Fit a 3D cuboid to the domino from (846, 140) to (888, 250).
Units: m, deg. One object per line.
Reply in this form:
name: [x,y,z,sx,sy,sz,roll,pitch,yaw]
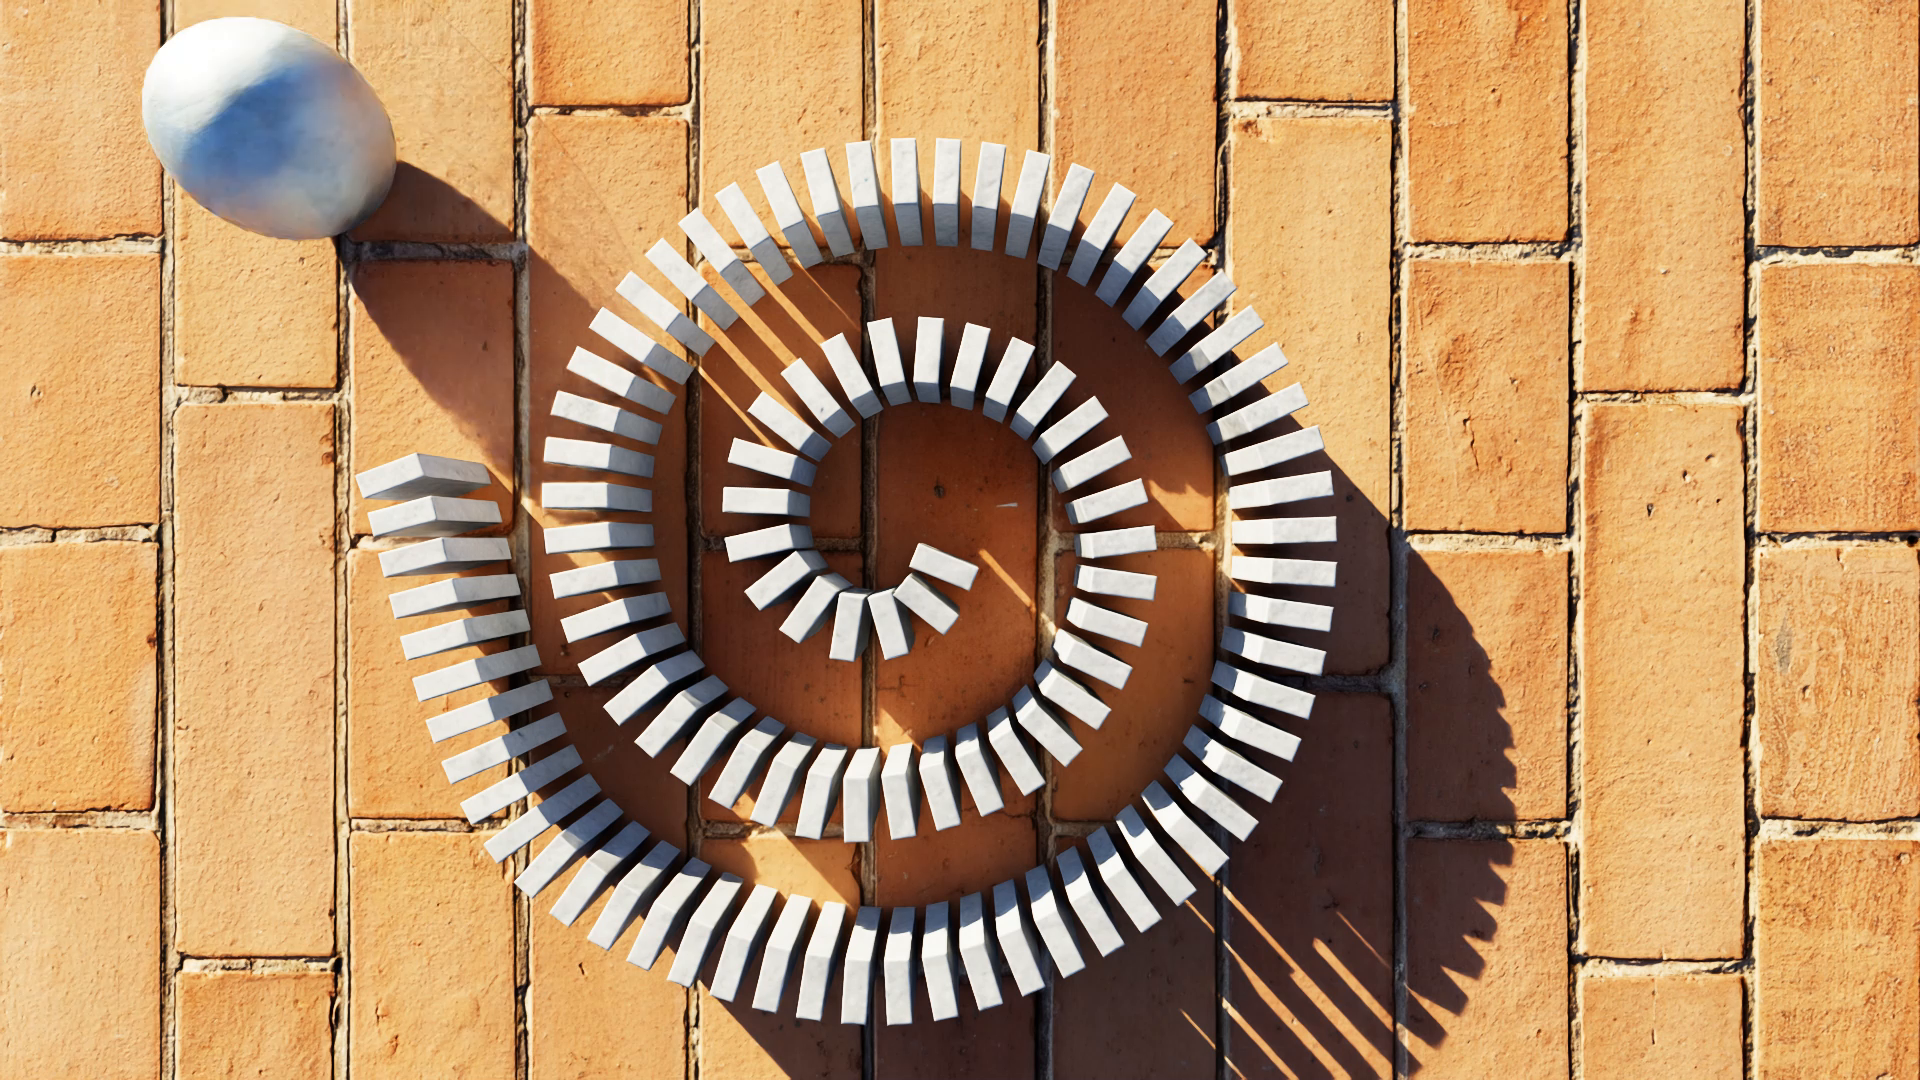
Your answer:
domino: [-0.037,-0.140,0.375,0.009,0.050,0.025,-7,90,0]

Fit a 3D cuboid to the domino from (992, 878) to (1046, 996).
domino: [0.024,0.161,0.375,0.010,0.050,0.025,-23,90,0]

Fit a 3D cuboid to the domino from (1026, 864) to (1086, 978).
domino: [0.038,0.154,0.375,0.010,0.050,0.025,-27,90,0]

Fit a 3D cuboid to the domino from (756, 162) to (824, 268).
domino: [-0.069,-0.132,0.375,0.010,0.050,0.025,-24,90,0]

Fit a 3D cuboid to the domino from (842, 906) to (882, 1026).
domino: [-0.040,0.173,0.375,0.010,0.050,0.025,4,90,0]

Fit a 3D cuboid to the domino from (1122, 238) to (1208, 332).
domino: [0.083,-0.103,0.375,0.010,0.050,0.025,44,90,0]

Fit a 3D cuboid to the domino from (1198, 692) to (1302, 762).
domino: [0.117,0.076,0.375,0.025,0.050,0.010,22,90,0]

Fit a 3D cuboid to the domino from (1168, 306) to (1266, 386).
domino: [0.104,-0.079,0.375,0.025,0.050,0.010,-36,90,0]

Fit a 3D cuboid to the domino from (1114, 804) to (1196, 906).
domino: [0.079,0.127,0.375,0.009,0.050,0.025,-40,90,0]

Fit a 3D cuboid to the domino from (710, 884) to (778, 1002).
domino: [-0.088,0.163,0.375,0.010,0.050,0.025,17,90,0]

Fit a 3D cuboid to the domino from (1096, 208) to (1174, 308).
domino: [0.070,-0.114,0.375,0.010,0.050,0.025,39,90,0]

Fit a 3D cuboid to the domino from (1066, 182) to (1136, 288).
domino: [0.057,-0.124,0.375,0.009,0.050,0.025,32,90,0]

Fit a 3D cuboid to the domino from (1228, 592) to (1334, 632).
domino: [0.130,0.029,0.375,0.025,0.050,0.009,8,90,0]

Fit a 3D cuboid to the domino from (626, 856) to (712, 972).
domino: [-0.118,0.152,0.375,0.009,0.050,0.025,26,90,0]

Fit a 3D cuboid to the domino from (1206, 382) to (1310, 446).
domino: [0.120,-0.051,0.375,0.025,0.050,0.009,-25,90,0]

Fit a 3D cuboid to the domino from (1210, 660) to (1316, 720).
domino: [0.123,0.060,0.375,0.025,0.050,0.009,17,90,0]

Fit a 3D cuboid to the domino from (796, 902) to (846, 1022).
domino: [-0.056,0.171,0.375,0.010,0.050,0.025,9,90,0]

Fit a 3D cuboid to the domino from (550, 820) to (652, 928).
domino: [-0.146,0.135,0.375,0.009,0.050,0.025,36,90,0]

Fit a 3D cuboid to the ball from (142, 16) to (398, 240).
ball: [-0.268,-0.160,0.360,0.080,0.080,0.080,0,90,0]

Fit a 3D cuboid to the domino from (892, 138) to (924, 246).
domino: [-0.021,-0.141,0.375,0.009,0.050,0.025,-2,90,0]

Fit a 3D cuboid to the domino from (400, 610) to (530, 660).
domino: [-0.201,0.038,0.375,0.025,0.050,0.010,-16,90,0]

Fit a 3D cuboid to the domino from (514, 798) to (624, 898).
domino: [-0.158,0.125,0.375,0.009,0.050,0.025,43,90,0]

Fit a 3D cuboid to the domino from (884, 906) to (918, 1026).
domino: [-0.024,0.173,0.375,0.009,0.050,0.025,-3,90,0]

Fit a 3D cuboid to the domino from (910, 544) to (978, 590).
domino: [-0.006,0.010,0.375,0.025,0.050,0.010,22,90,0]

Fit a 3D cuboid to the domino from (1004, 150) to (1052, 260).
domino: [0.027,-0.136,0.375,0.009,0.050,0.025,14,90,0]

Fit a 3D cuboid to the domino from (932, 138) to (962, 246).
domino: [-0.005,-0.141,0.375,0.010,0.050,0.025,3,90,0]

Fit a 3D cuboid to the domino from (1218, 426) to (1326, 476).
domino: [0.126,-0.036,0.375,0.025,0.050,0.009,-18,90,0]

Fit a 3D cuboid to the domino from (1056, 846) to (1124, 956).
domino: [0.053,0.146,0.375,0.009,0.050,0.025,-31,90,0]

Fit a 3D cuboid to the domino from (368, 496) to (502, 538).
domino: [-0.213,-0.009,0.375,0.025,0.050,0.010,-15,90,0]

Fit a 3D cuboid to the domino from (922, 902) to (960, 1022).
domino: [-0.007,0.171,0.375,0.010,0.050,0.025,-11,90,0]

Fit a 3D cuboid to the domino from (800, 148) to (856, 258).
domino: [-0.053,-0.137,0.375,0.010,0.050,0.025,-14,90,0]

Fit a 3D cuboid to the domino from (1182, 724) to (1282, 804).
domino: [0.110,0.090,0.375,0.025,0.050,0.010,29,90,0]

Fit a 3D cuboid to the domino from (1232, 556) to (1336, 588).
domino: [0.131,0.013,0.375,0.025,0.050,0.009,3,90,0]

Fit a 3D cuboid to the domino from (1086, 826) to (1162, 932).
domino: [0.066,0.137,0.375,0.009,0.050,0.025,-36,90,0]

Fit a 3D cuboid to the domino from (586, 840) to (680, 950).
domino: [-0.132,0.144,0.375,0.009,0.050,0.025,30,90,0]

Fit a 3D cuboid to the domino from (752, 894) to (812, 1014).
domino: [-0.072,0.168,0.375,0.010,0.050,0.025,13,90,0]

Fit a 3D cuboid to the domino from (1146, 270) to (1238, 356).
domino: [0.094,-0.091,0.375,0.025,0.050,0.009,-41,90,0]

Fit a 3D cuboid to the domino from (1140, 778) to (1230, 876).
domino: [0.091,0.116,0.375,0.025,0.050,0.010,44,90,0]

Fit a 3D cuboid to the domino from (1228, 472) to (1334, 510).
domino: [0.130,-0.020,0.375,0.025,0.050,0.010,-9,90,0]

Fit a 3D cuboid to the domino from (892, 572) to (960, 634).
domino: [-0.013,0.025,0.375,0.025,0.050,0.010,38,90,0]

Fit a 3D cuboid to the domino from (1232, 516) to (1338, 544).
domino: [0.131,-0.004,0.375,0.025,0.050,0.009,-2,90,0]

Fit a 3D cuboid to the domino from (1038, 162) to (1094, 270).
domino: [0.043,-0.131,0.375,0.010,0.050,0.025,22,90,0]

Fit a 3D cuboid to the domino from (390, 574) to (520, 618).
domino: [-0.205,0.022,0.375,0.025,0.050,0.010,-15,90,0]

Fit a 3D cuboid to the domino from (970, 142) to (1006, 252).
domino: [0.011,-0.139,0.375,0.010,0.050,0.025,8,90,0]

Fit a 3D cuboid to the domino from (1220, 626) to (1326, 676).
domino: [0.127,0.045,0.375,0.025,0.050,0.010,12,90,0]

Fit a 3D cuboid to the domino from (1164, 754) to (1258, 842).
domino: [0.101,0.104,0.375,0.025,0.050,0.009,37,90,0]

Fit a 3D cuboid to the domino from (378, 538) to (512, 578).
domino: [-0.209,0.007,0.375,0.025,0.050,0.010,-14,90,0]

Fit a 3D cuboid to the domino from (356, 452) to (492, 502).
domino: [-0.218,-0.025,0.375,0.025,0.050,0.010,-20,90,0]

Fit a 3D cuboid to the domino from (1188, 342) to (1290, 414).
domino: [0.113,-0.065,0.375,0.025,0.050,0.010,-31,90,0]

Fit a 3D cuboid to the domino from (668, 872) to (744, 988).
domino: [-0.103,0.158,0.375,0.010,0.050,0.025,21,90,0]

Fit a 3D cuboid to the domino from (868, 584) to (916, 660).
domino: [-0.027,0.033,0.375,0.010,0.050,0.025,-16,90,0]

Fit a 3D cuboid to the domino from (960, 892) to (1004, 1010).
domino: [0.008,0.167,0.375,0.009,0.050,0.025,-17,90,0]
